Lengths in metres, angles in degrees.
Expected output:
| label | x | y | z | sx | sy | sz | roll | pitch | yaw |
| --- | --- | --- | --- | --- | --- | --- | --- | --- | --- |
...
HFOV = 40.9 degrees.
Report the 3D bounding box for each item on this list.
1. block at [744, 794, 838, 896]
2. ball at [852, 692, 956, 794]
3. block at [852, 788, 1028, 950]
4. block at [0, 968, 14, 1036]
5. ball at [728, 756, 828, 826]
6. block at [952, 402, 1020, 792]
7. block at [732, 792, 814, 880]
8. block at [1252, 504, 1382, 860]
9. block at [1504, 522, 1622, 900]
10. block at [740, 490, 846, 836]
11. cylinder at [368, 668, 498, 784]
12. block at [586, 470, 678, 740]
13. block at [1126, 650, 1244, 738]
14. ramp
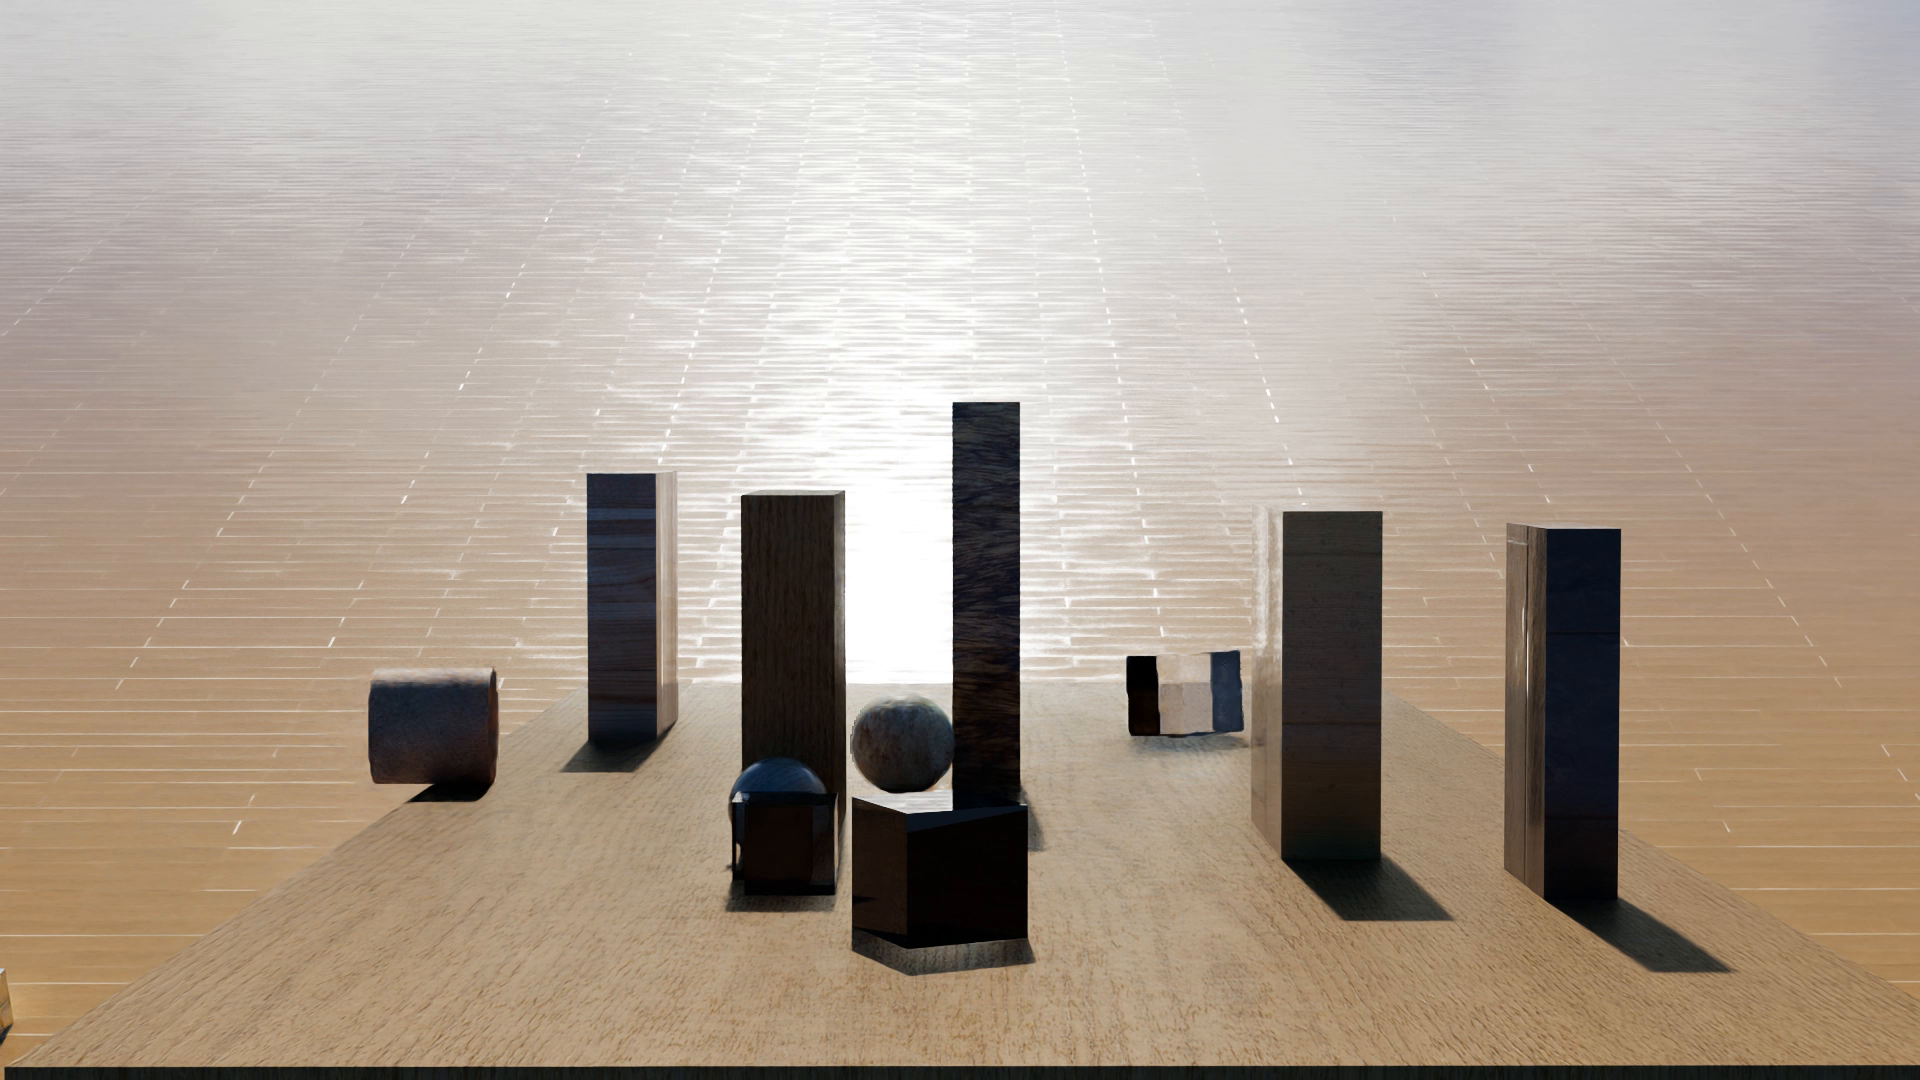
| label | x | y | z | sx | sy | sz | roll | pitch | yaw |
| --- | --- | --- | --- | --- | --- | --- | --- | --- | --- |
| block | -0.232 | 0.419 | 3.551 | 0.122 | 0.122 | 0.122 | 0 | 2 | -1 |
| ball | -0.097 | 0.354 | 4.473 | 0.179 | 0.179 | 0.179 | 0 | 24 | 0 |
| block | -0.027 | 0.409 | 3.230 | 0.166 | 0.166 | 0.166 | -1 | 3 | -26 |
| block | -2.030 | 0.957 | 5.246 | 0.130 | 0.130 | 0.130 | 4 | 24 | 10 |
| ball | -0.267 | 0.395 | 3.796 | 0.150 | 0.150 | 0.150 | 0 | 24 | 0 |
| block | 0.046 | 0.095 | 4.631 | 0.119 | 0.683 | 0.264 | 0 | 2 | 0 |
| block | -0.265 | 0.420 | 3.667 | 0.110 | 0.110 | 0.110 | 0 | 2 | -1 |
| block | 0.545 | 0.206 | 3.971 | 0.147 | 0.513 | 0.386 | 0 | 2 | 0 |
| block | 0.832 | 0.229 | 3.571 | 0.099 | 0.498 | 0.251 | 0 | 2 | 0 |
| block | -0.258 | 0.192 | 4.068 | 0.140 | 0.535 | 0.409 | 0 | 2 | 0 |
| cylinder | -0.943 | 0.334 | 4.621 | 0.208 | 0.208 | 0.208 | 0 | 24 | -5 |
| block | -0.695 | 0.129 | 5.493 | 0.142 | 0.549 | 0.410 | 0 | 2 | 0 |
| block | 0.466 | 0.318 | 5.343 | 0.168 | 0.168 | 0.168 | -2 | -2 | -38 |
| ramp | 0.054 | 0.491 | 4.542 | 2.000 | 0.100 | 4.000 | 0 | 2 | 0 |
